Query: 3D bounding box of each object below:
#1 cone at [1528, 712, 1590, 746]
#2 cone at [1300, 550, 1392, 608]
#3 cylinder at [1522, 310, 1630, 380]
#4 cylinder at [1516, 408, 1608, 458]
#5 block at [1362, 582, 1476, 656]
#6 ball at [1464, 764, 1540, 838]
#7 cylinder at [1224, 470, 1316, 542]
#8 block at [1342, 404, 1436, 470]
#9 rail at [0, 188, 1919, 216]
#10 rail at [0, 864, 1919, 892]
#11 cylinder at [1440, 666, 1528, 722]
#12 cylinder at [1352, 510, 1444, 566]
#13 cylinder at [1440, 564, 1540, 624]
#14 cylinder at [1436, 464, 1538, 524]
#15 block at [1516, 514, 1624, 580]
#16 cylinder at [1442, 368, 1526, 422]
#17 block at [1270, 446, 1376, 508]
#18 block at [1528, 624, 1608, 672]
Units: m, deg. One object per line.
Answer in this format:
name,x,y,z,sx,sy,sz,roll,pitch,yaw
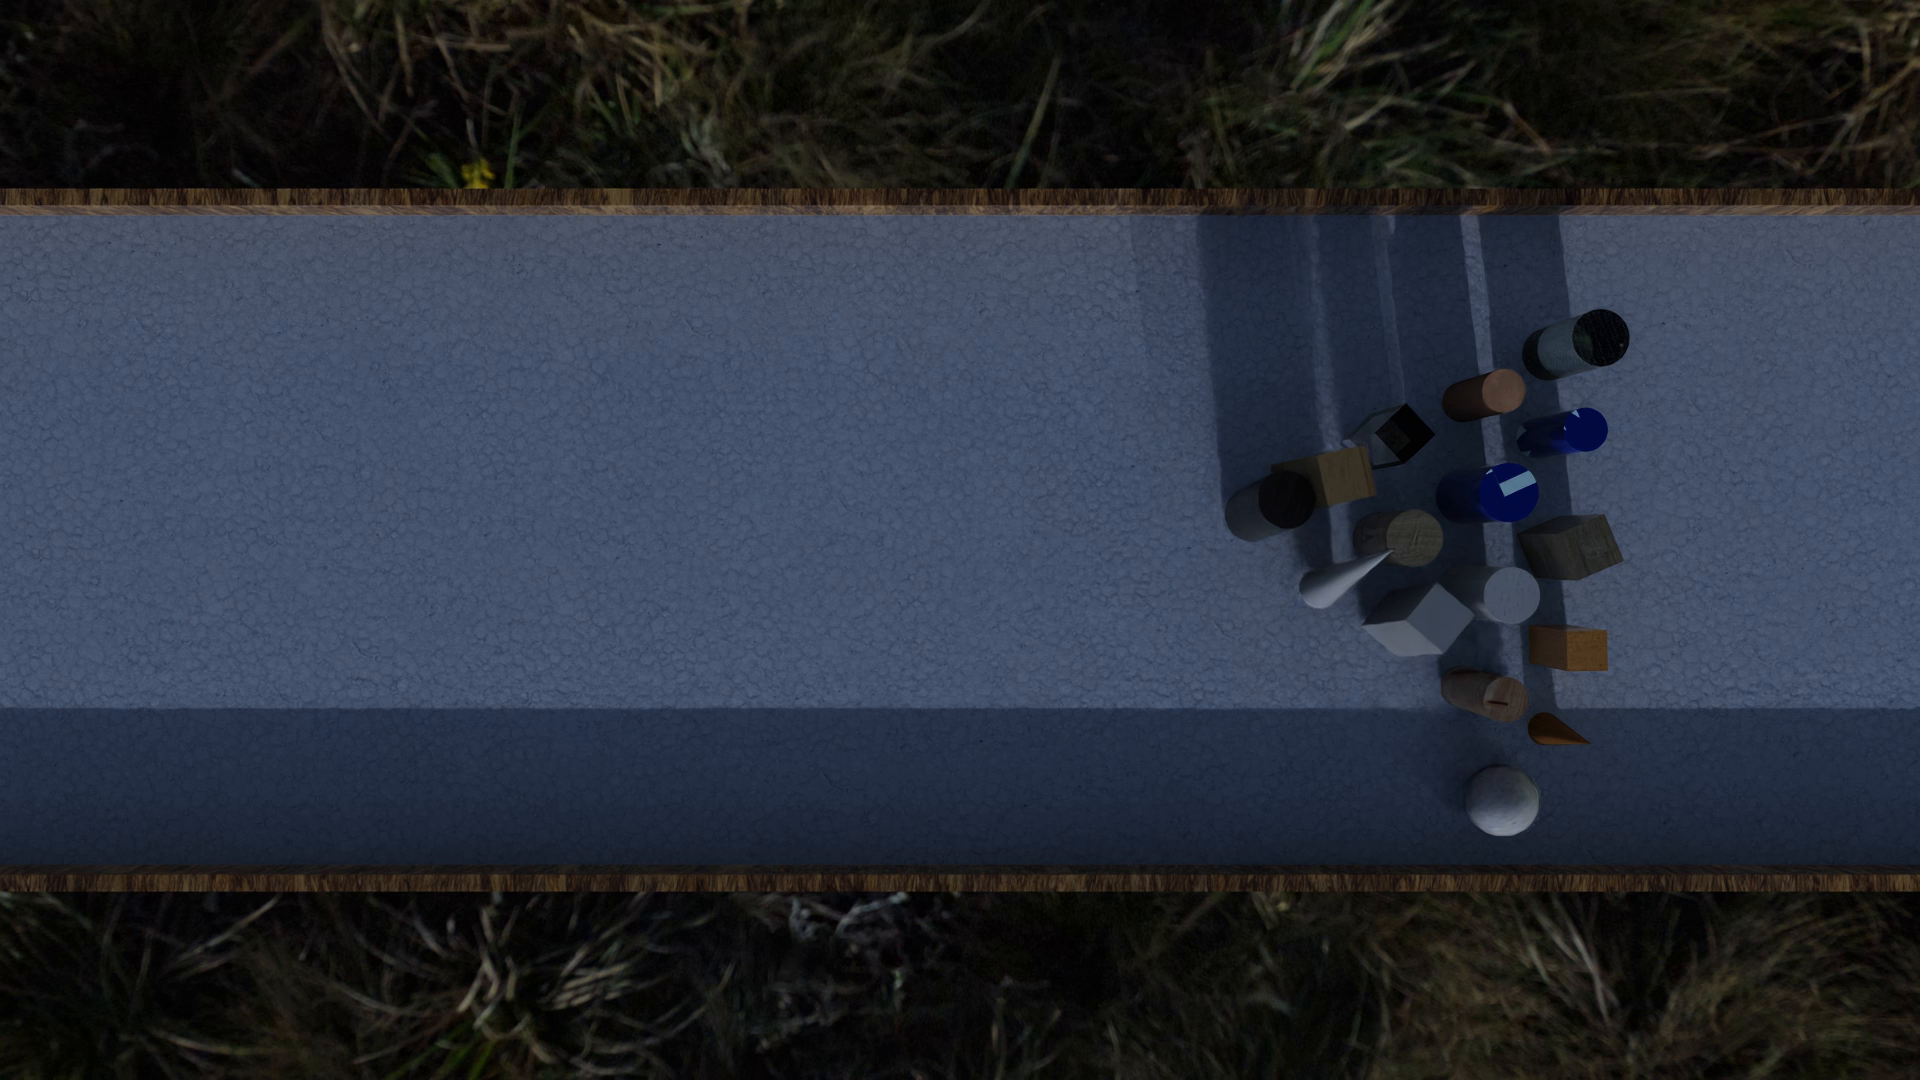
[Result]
cone,1.798,0.581,4.886,0.101,0.381,0.101,0,90,0
cone,1.157,0.089,4.841,0.122,0.460,0.122,4,73,-15
cylinder,1.812,-0.572,4.870,0.163,0.414,0.163,0,90,0
cylinder,1.775,-0.313,4.877,0.125,0.400,0.125,0,90,0
block,1.346,0.238,4.871,0.144,0.397,0.144,41,83,0
ball,1.626,0.782,4.952,0.216,0.216,0.216,0,90,0
cylinder,0.913,-0.097,4.882,0.167,0.370,0.167,1,84,-6
block,1.261,-0.301,4.875,0.123,0.404,0.123,-43,90,0
rail,-2.247,-1.025,5.002,12.000,0.150,0.050,0,90,0
rail,-2.247,1.025,5.001,12.000,0.150,0.050,0,90,0
cylinder,1.542,0.451,4.867,0.129,0.419,0.129,0,90,0
cylinder,1.289,-0.005,4.876,0.162,0.401,0.162,0,90,0
cylinder,1.553,0.155,4.860,0.159,0.434,0.159,0,90,0
cylinder,1.548,-0.134,4.863,0.168,0.426,0.168,0,90,0
block,1.807,0.021,4.900,0.146,0.352,0.146,-23,90,0
cylinder,1.546,-0.424,4.882,0.124,0.389,0.124,0,90,0
block,1.063,-0.178,4.851,0.145,0.437,0.145,-12,90,-6
block,1.810,0.320,4.918,0.116,0.317,0.116,-1,90,0
